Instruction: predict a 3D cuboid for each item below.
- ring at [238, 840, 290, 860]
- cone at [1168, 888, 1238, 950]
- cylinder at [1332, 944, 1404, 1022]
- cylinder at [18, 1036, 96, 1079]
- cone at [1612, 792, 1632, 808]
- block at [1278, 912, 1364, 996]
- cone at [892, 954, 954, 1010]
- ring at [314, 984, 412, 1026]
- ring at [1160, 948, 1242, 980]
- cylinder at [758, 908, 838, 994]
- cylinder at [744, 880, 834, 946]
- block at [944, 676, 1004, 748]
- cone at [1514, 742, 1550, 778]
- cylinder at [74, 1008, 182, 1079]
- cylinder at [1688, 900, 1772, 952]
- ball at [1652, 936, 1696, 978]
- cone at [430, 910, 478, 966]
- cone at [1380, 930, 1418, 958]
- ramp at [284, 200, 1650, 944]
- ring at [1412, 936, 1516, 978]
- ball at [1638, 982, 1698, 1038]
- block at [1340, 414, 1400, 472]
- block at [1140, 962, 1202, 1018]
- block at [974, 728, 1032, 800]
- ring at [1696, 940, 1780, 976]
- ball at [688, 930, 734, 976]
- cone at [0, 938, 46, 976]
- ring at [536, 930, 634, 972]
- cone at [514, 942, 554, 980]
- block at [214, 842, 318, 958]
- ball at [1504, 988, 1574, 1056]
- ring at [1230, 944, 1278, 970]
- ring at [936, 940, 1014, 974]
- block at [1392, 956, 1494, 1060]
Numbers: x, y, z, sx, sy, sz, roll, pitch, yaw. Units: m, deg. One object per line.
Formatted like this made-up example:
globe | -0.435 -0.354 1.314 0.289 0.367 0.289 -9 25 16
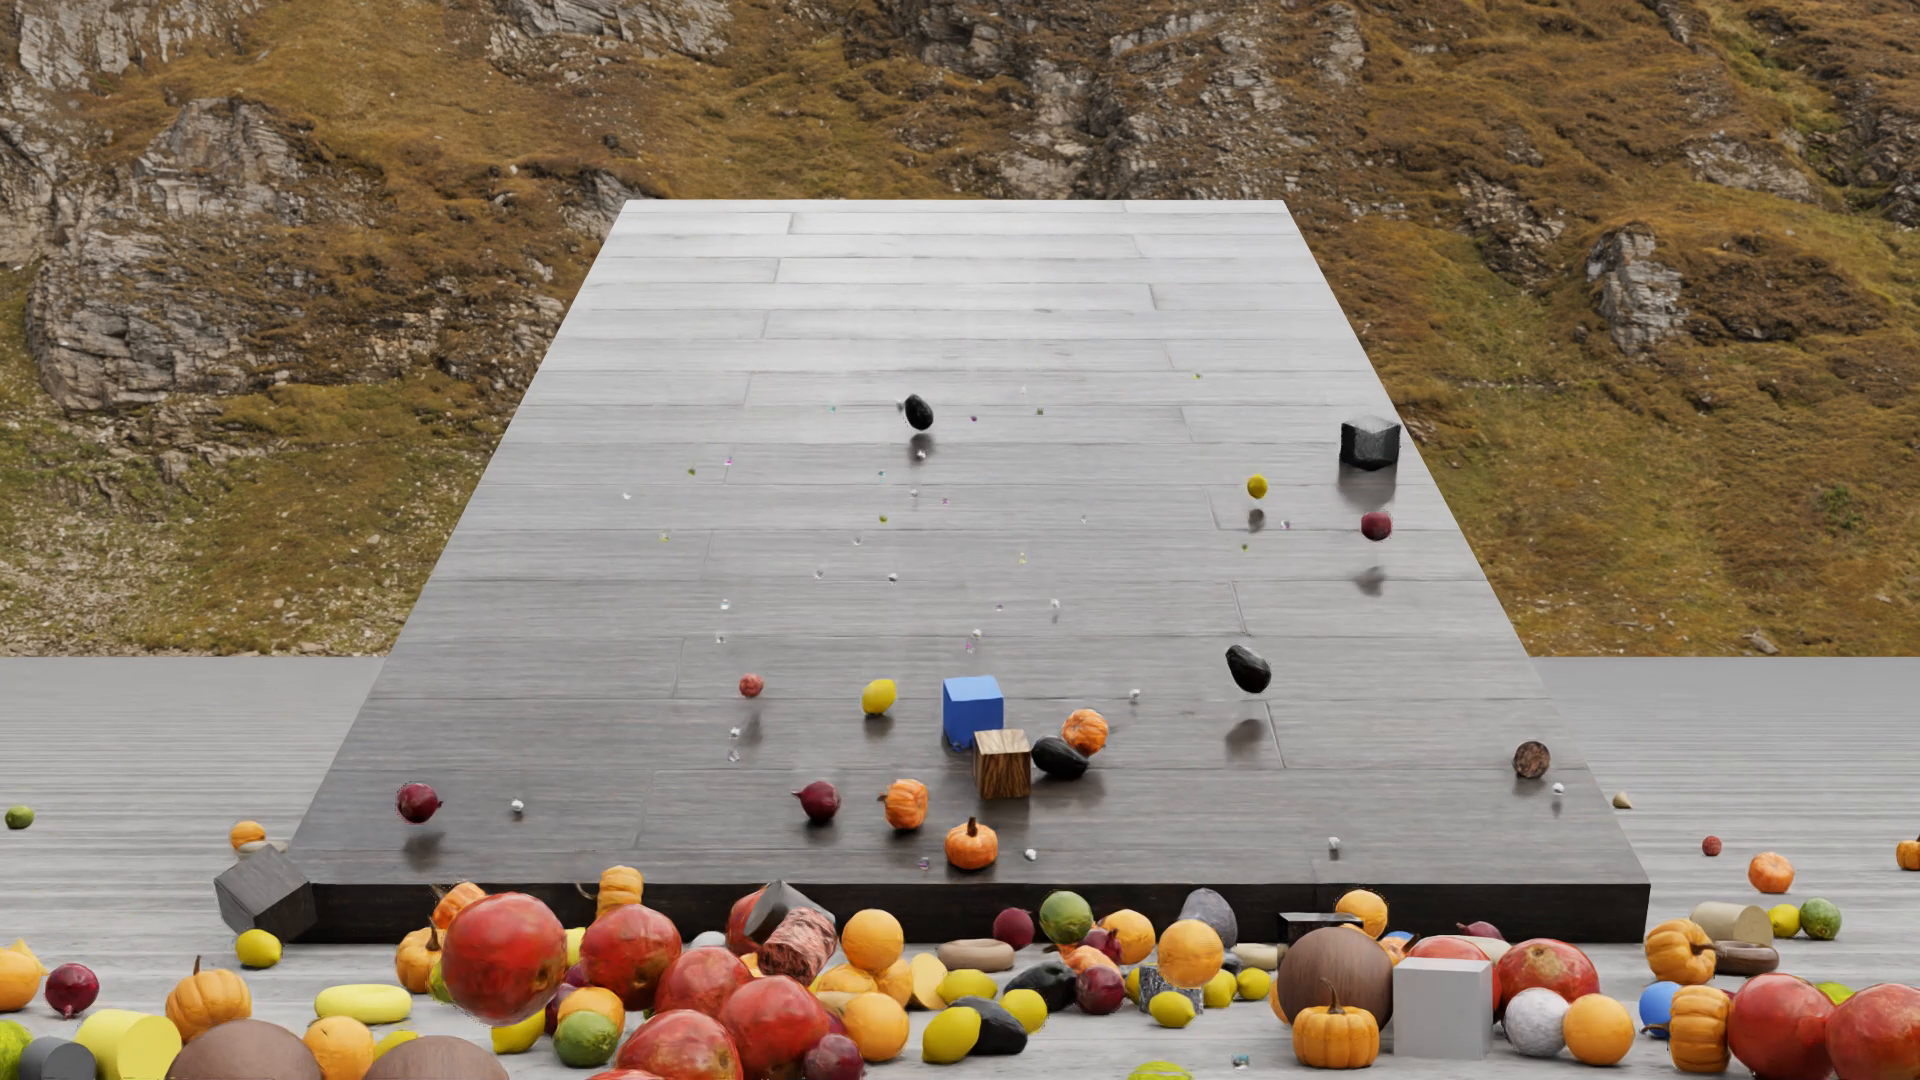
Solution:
ring | -1.397 0.632 4.663 0.123 0.041 0.123 -1 -3 0
cone | 0.303 0.520 3.057 0.092 0.092 0.092 -15 8 -43
cylinder | 0.476 0.511 2.659 0.072 0.072 0.072 -15 0 -10
cylinder | -0.870 0.508 2.220 0.053 0.053 0.053 -3 -4 45
cone | 1.807 0.716 6.249 0.052 0.052 0.052 2 23 -32
block | 0.453 0.521 2.899 0.093 0.093 0.093 0 -3 0
cone | -0.058 0.545 2.776 0.072 0.072 0.072 -35 -24 35
ring | -0.692 0.538 2.671 0.110 0.037 0.110 1 -3 0
ring | 0.315 0.555 3.021 0.108 0.036 0.108 1 -4 0
cylinder | -0.174 0.442 2.483 0.066 0.066 0.066 -1 25 26
cylinder | -0.202 0.456 2.729 0.077 0.077 0.077 36 -13 -13
block | 0.021 0.279 3.751 0.084 0.084 0.084 -4 23 -9
cone | 0.901 0.348 3.664 0.058 0.058 0.058 0 -1 -5
cylinder | -0.817 0.500 2.264 0.073 0.073 0.073 -2 -3 36
cylinder | 1.062 0.541 3.179 0.080 0.080 0.080 2 -3 -32
ball | 0.935 0.546 3.019 0.054 0.054 0.054 0 -3 0
cone | -0.703 0.531 3.139 0.070 0.070 0.070 -18 17 6
cone | 0.598 0.566 3.133 0.054 0.054 0.054 -1 -30 12
ramp | -0.007 -0.224 5.200 2.000 0.100 4.000 0 23 0
ring | 0.669 0.552 3.057 0.136 0.045 0.136 1 -4 0
ball | 0.782 0.519 2.548 0.062 0.062 0.062 0 -3 0
block | 0.876 -0.207 4.922 0.087 0.087 0.087 -18 29 -37
block | 0.249 0.532 2.723 0.054 0.054 0.054 1 -3 -27
block | 0.066 0.348 3.592 0.078 0.078 0.078 -3 23 -7
ring | 1.037 0.558 3.077 0.109 0.036 0.109 1 -2 0
ball | -0.327 0.544 3.027 0.059 0.059 0.059 0 -3 0
cone | -1.224 0.561 3.033 0.056 0.056 0.056 39 -19 -21
ring | -0.511 0.556 3.123 0.138 0.046 0.138 0 -4 0
cone | -0.548 0.562 3.024 0.051 0.051 0.051 -2 -30 32
block | -0.968 0.503 3.214 0.093 0.093 0.093 34 50 27
ball | 0.611 0.509 2.434 0.072 0.072 0.072 0 -3 0
ring | 0.390 0.563 3.109 0.090 0.030 0.090 0 -4 0
ring | 0.021 0.559 3.097 0.106 0.035 0.106 0 -1 0
block | 0.518 0.501 2.468 0.092 0.092 0.092 -1 -3 20
